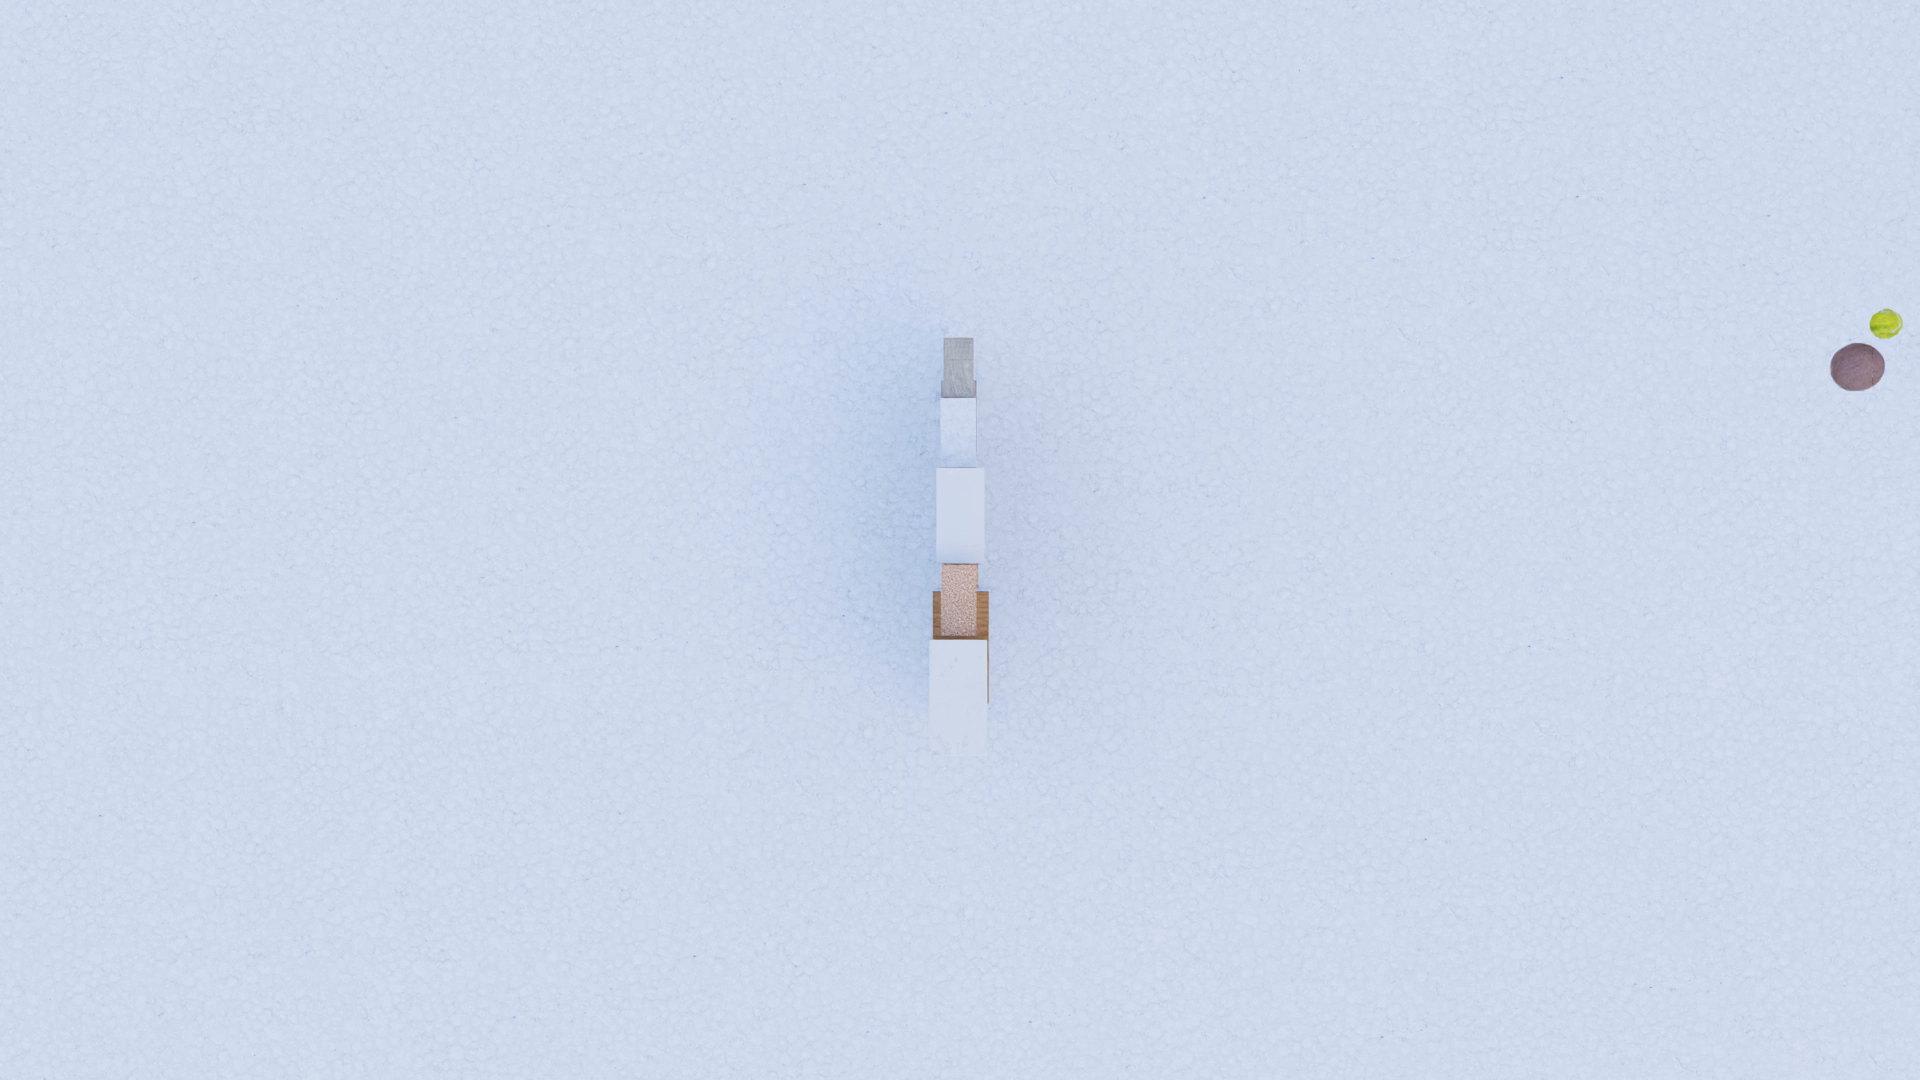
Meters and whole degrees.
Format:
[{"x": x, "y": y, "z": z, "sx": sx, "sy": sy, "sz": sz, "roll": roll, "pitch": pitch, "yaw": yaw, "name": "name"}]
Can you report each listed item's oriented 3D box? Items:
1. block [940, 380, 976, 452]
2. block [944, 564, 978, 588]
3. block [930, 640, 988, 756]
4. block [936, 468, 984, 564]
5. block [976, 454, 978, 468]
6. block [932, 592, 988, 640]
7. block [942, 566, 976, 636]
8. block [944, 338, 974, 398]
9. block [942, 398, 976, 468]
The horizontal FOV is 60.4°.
[{"x": -0.004, "y": -0.394, "z": 5.257, "sx": 0.113, "sy": 0.032, "sz": 0.227, "roll": 0, "pitch": 90, "yaw": 0, "name": "block"}, {"x": 0.003, "y": 0.042, "z": 5.258, "sx": 0.113, "sy": 0.032, "sz": 0.226, "roll": 0, "pitch": 90, "yaw": 0, "name": "block"}, {"x": -0.005, "y": 0.453, "z": 4.750, "sx": 0.165, "sy": 0.047, "sz": 0.330, "roll": 0, "pitch": 90, "yaw": 0, "name": "block"}, {"x": 0.002, "y": -0.073, "z": 4.938, "sx": 0.142, "sy": 0.040, "sz": 0.284, "roll": 0, "pitch": 90, "yaw": 0, "name": "block"}, {"x": 0.005, "y": -0.176, "z": 5.286, "sx": 0.100, "sy": 0.028, "sz": 0.200, "roll": 0, "pitch": 90, "yaw": 0, "name": "block"}, {"x": 0.002, "y": 0.334, "z": 5.128, "sx": 0.174, "sy": 0.049, "sz": 0.347, "roll": 0, "pitch": 90, "yaw": 0, "name": "block"}, {"x": -0.003, "y": 0.179, "z": 4.881, "sx": 0.104, "sy": 0.029, "sz": 0.208, "roll": 0, "pitch": 90, "yaw": 0, "name": "block"}, {"x": -0.004, "y": -0.527, "z": 5.046, "sx": 0.091, "sy": 0.026, "sz": 0.182, "roll": 0, "pitch": 90, "yaw": 0, "name": "block"}, {"x": -0.004, "y": -0.325, "z": 5.015, "sx": 0.106, "sy": 0.030, "sz": 0.212, "roll": 0, "pitch": 90, "yaw": 0, "name": "block"}]
